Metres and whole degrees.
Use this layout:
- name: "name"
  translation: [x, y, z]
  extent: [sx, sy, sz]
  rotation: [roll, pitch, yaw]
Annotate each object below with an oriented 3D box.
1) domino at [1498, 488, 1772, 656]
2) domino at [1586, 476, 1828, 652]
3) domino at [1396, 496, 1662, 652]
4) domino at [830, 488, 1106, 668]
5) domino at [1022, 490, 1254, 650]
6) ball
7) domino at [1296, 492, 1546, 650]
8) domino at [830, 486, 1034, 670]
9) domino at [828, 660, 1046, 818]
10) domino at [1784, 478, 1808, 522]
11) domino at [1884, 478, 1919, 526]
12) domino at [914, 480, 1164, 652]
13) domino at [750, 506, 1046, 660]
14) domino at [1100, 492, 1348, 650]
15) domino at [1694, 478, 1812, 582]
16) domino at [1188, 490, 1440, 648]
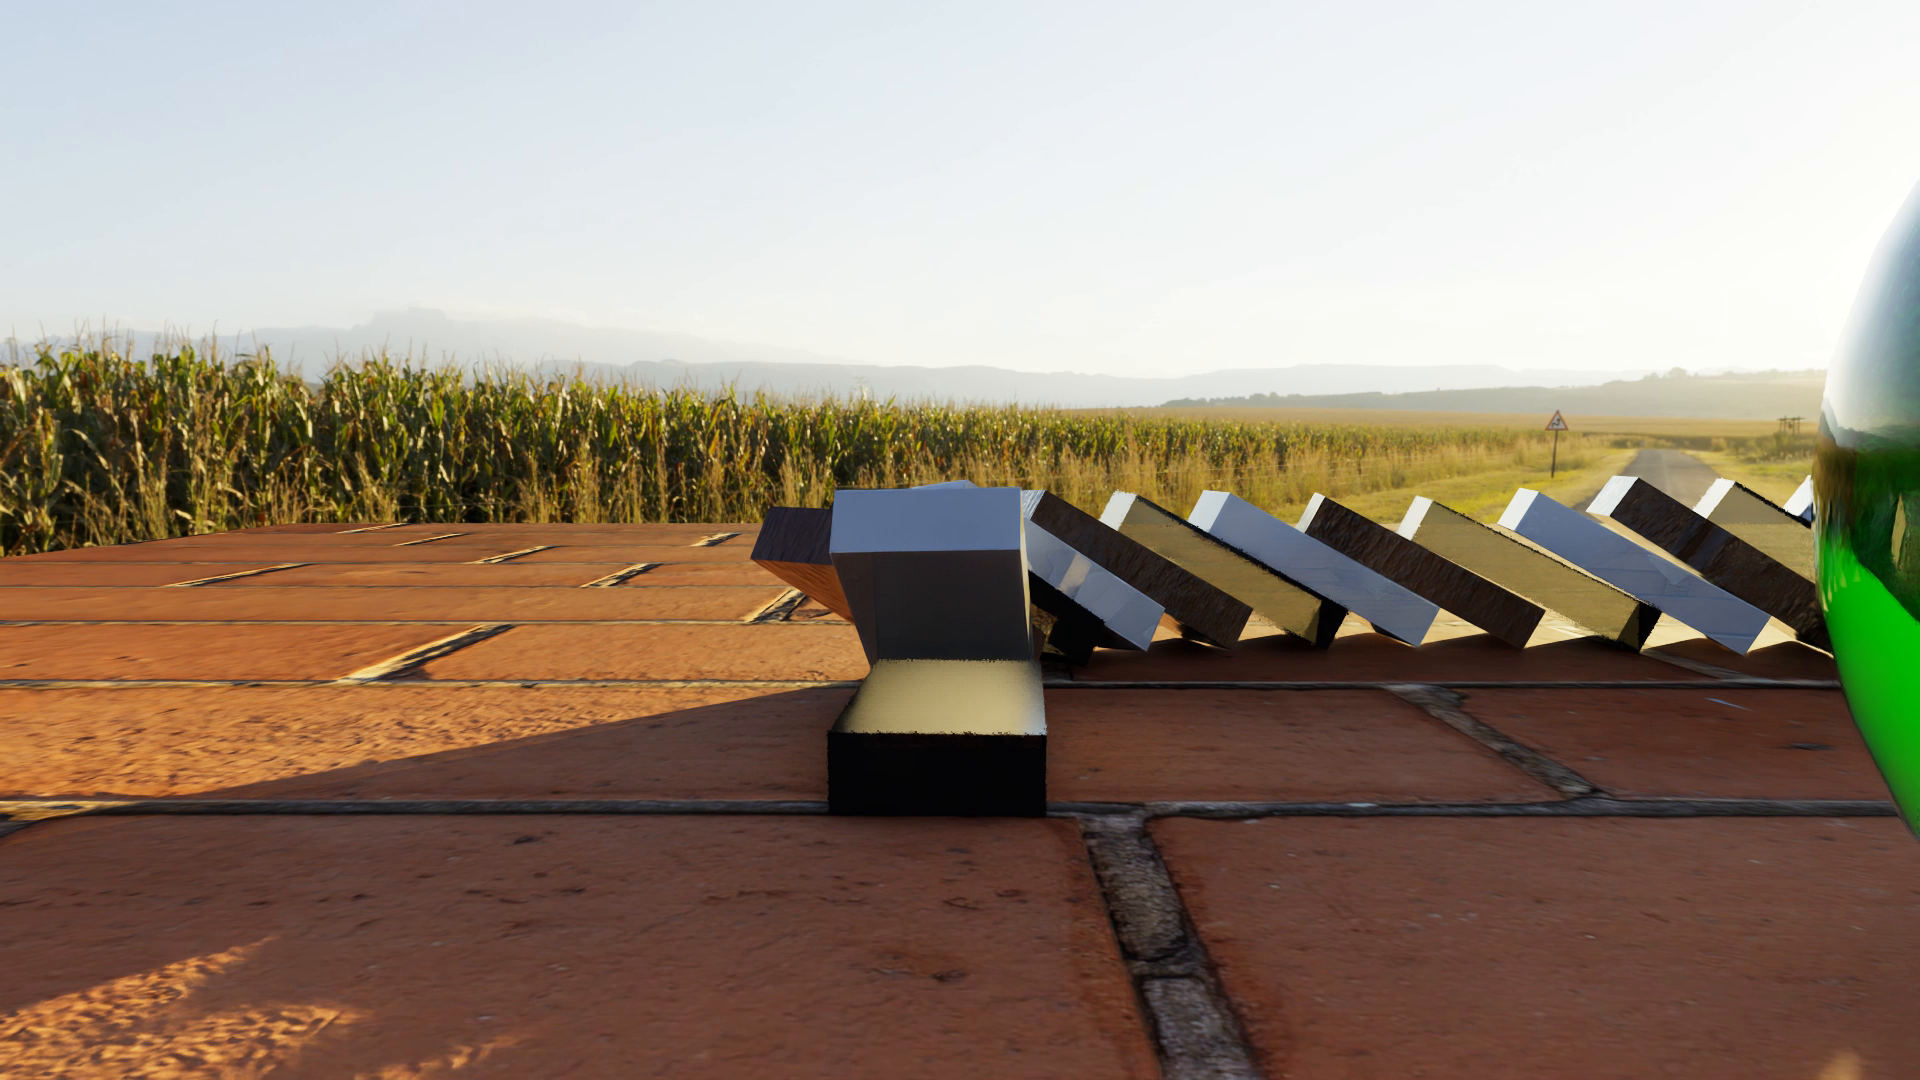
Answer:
- name: "domino"
  translation: [0.142, 0.006, 0.273]
  extent: [0.050, 0.009, 0.025]
  rotation: [31, 11, 11]
- name: "domino"
  translation: [0.159, 0.004, 0.269]
  extent: [0.050, 0.010, 0.025]
  rotation: [35, 12, 11]
- name: "domino"
  translation: [0.121, 0.006, 0.277]
  extent: [0.050, 0.010, 0.025]
  rotation: [28, 9, 9]
- name: "domino"
  translation: [0.001, 0.007, 0.239]
  extent: [0.050, 0.010, 0.025]
  rotation: [34, -17, -30]
- name: "domino"
  translation: [0.033, 0.006, 0.265]
  extent: [0.050, 0.009, 0.025]
  rotation: [29, -5, -13]
- name: "ball"
  translation: [0.087, -0.002, 0.060]
  extent: [0.080, 0.080, 0.080]
  rotation: [0, 4, 0]
- name: "domino"
  translation: [0.099, 0.006, 0.279]
  extent: [0.050, 0.010, 0.025]
  rotation: [28, 9, 8]
- name: "domino"
  translation: [-0.002, 0.010, 0.190]
  extent: [0.025, 0.010, 0.050]
  rotation: [-1, -30, 5]
- name: "domino"
  translation: [-0.001, 0.025, 0.172]
  extent: [0.025, 0.009, 0.050]
  rotation: [0, 4, 3]
- name: "domino"
  translation: [0.195, 0.005, 0.259]
  extent: [0.050, 0.009, 0.025]
  rotation: [37, 17, 18]
- name: "domino"
  translation: [0.210, 0.006, 0.252]
  extent: [0.050, 0.009, 0.025]
  rotation: [38, 17, 21]
- name: "domino"
  translation: [0.013, 0.006, 0.251]
  extent: [0.050, 0.009, 0.025]
  rotation: [32, -16, -24]
- name: "domino"
  translation: [-0.009, 0.010, 0.218]
  extent: [0.025, 0.010, 0.050]
  rotation: [3, -23, 38]
- name: "domino"
  translation: [0.055, 0.006, 0.273]
  extent: [0.050, 0.009, 0.025]
  rotation: [28, 2, -5]
- name: "domino"
  translation: [0.179, 0.005, 0.265]
  extent: [0.050, 0.009, 0.025]
  rotation: [36, 17, 17]
- name: "domino"
  translation: [0.075, 0.006, 0.276]
  extent: [0.050, 0.010, 0.025]
  rotation: [28, 2, -3]
